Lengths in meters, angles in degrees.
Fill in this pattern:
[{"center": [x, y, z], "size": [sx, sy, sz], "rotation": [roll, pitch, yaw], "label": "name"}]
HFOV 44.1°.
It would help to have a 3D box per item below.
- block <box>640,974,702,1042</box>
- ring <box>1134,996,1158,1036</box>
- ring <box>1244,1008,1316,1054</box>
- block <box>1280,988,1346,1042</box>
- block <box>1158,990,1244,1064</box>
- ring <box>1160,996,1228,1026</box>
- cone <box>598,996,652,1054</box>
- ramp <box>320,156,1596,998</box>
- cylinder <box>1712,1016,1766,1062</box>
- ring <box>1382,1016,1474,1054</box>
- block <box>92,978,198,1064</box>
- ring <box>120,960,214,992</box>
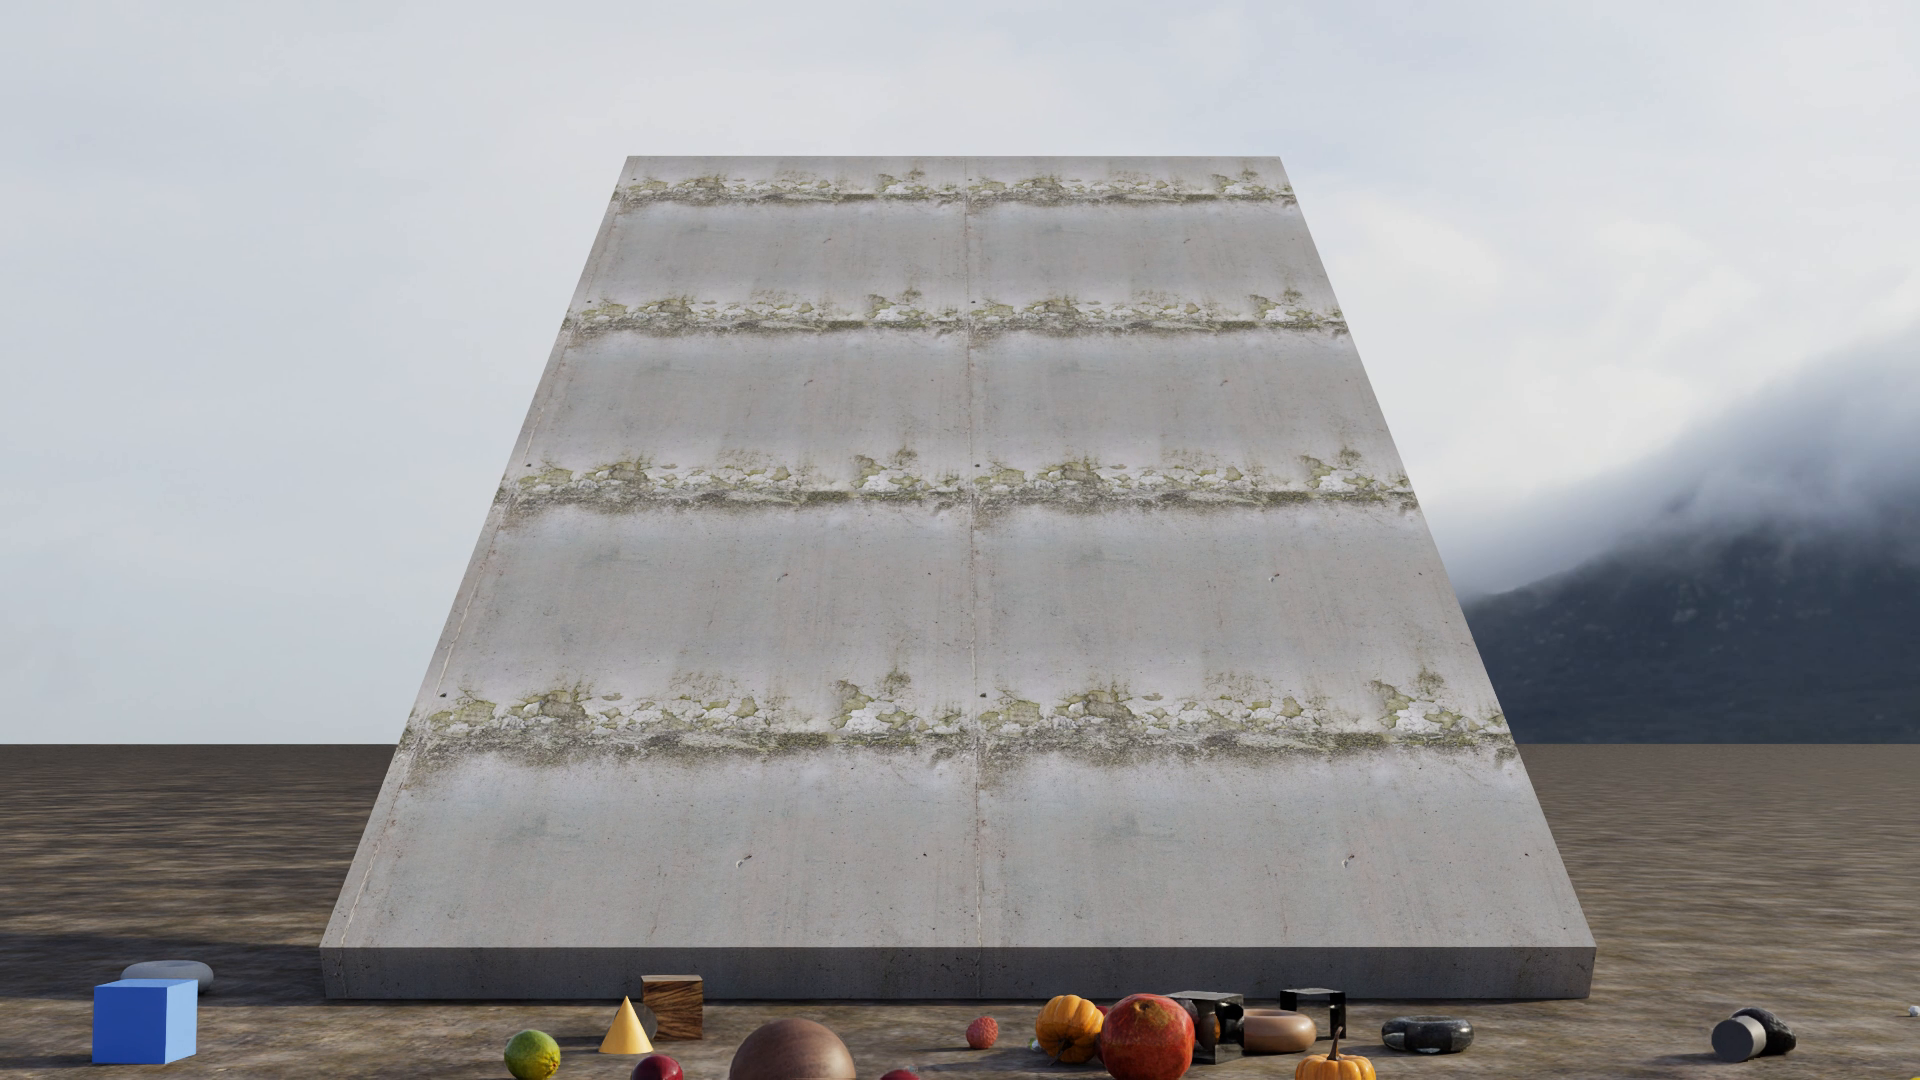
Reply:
[{"center": [-0.399, 0.646, 3.274], "size": [0.080, 0.080, 0.080], "rotation": [1, -5, -10], "label": "block"}, {"center": [0.315, 0.666, 3.322], "size": [0.143, 0.048, 0.143], "rotation": [-1, -4, 0], "label": "ring"}, {"center": [0.402, 0.652, 3.150], "size": [0.144, 0.048, 0.144], "rotation": [1, -6, 0], "label": "ring"}, {"center": [0.486, 0.654, 3.267], "size": [0.063, 0.063, 0.063], "rotation": [3, -5, -29], "label": "block"}, {"center": [0.311, 0.627, 3.051], "size": [0.081, 0.081, 0.081], "rotation": [-3, -6, 33], "label": "block"}, {"center": [0.339, 0.683, 3.434], "size": [0.101, 0.034, 0.101], "rotation": [-1, -4, 0], "label": "ring"}, {"center": [-0.441, 0.638, 3.135], "size": [0.072, 0.072, 0.072], "rotation": [0, -5, 0], "label": "cone"}, {"center": [-0.011, -0.226, 5.516], "size": [2.000, 0.100, 4.000], "rotation": [0, 27, 0], "label": "ramp"}, {"center": [0.999, 0.640, 3.042], "size": [0.053, 0.053, 0.053], "rotation": [-4, -8, 36], "label": "cylinder"}, {"center": [0.620, 0.655, 3.144], "size": [0.122, 0.041, 0.122], "rotation": [-1, -6, 0], "label": "ring"}, {"center": [-1.050, 0.620, 3.057], "size": [0.096, 0.096, 0.096], "rotation": [0, -5, 5], "label": "block"}, {"center": [-1.282, 0.709, 3.832], "size": [0.144, 0.048, 0.144], "rotation": [0, -4, 0], "label": "ring"}]
